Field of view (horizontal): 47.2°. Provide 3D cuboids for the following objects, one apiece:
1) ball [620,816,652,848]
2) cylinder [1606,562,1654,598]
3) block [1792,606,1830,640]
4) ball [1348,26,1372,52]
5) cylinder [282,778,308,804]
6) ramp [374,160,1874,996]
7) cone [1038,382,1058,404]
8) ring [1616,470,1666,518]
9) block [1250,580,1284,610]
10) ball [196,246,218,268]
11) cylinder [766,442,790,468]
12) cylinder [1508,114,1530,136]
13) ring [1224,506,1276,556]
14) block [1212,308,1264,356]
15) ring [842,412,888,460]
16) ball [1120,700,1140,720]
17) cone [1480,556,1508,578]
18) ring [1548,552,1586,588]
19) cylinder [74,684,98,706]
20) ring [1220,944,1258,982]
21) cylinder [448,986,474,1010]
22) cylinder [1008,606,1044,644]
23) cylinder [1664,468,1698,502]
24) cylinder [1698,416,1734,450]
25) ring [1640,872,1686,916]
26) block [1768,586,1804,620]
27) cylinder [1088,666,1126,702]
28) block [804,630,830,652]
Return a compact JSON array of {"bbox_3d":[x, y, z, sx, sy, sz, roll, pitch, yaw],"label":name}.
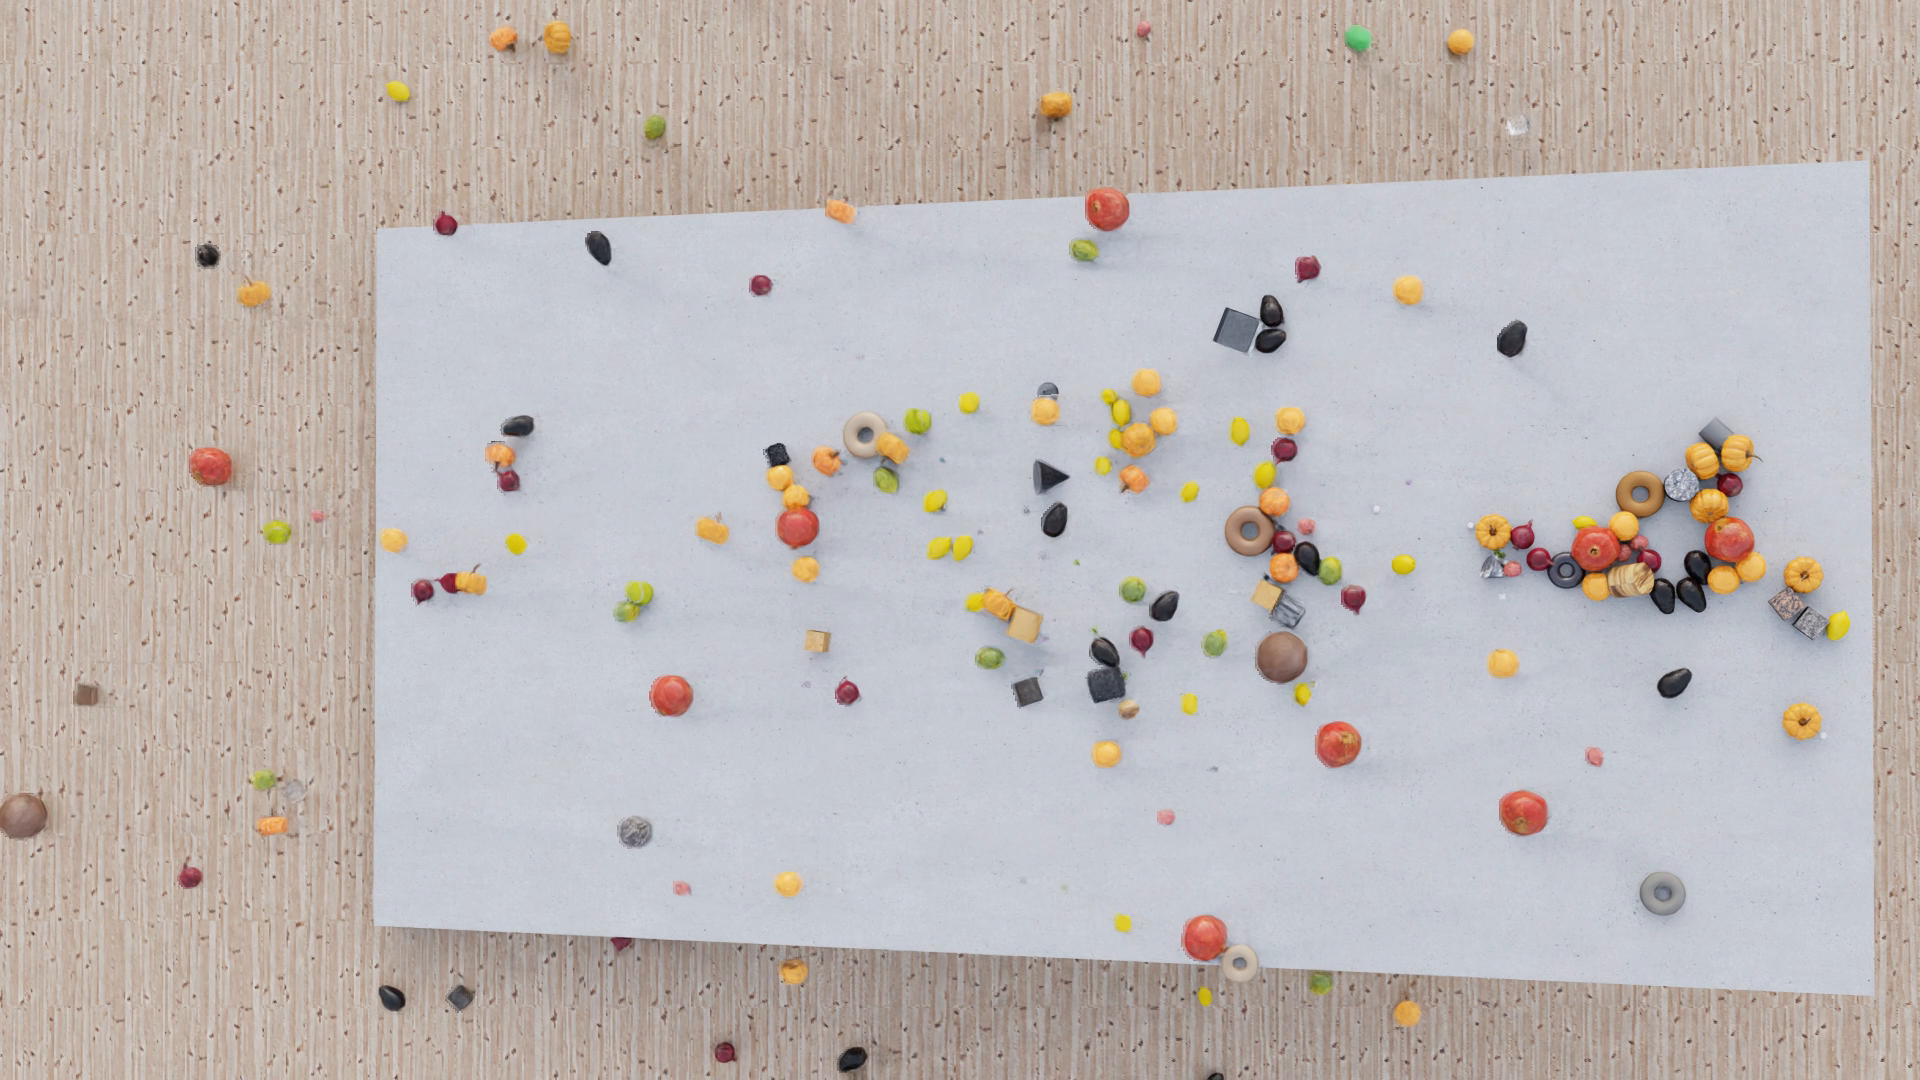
[{"bbox_3d":[-0.890,0.801,6.041,0.088,0.088,0.088,0,89,0],"label":"ball"},{"bbox_3d":[1.632,0.098,5.356,0.079,0.079,0.079,7,78,-36],"label":"cylinder"},{"bbox_3d":[2.039,0.200,5.271,0.058,0.058,0.058,38,99,13],"label":"block"},{"bbox_3d":[1.162,-1.457,6.396,0.070,0.070,0.070,0,89,0],"label":"ball"},{"bbox_3d":[-1.926,0.727,6.371,0.054,0.054,0.054,-40,79,-1],"label":"cylinder"},{"bbox_3d":[0.266,0.097,5.836,4.000,0.100,2.000,0,89,15],"label":"ramp"},{"bbox_3d":[0.224,-0.388,5.772,0.058,0.058,0.058,0,89,15],"label":"cone"},{"bbox_3d":[1.667,-0.112,5.387,0.117,0.039,0.117,0,91,16],"label":"ring"},{"bbox_3d":[0.785,0.141,5.611,0.060,0.060,0.060,26,96,14],"label":"block"},{"bbox_3d":[-2.186,-0.824,6.391,0.062,0.062,0.062,0,89,0],"label":"ball"},{"bbox_3d":[-0.494,-0.230,5.968,0.053,0.053,0.053,-24,83,0],"label":"cylinder"},{"bbox_3d":[1.627,-1.207,6.403,0.050,0.050,0.050,-19,89,0],"label":"cylinder"},{"bbox_3d":[0.743,-0.023,5.634,0.131,0.044,0.131,0,90,14],"label":"ring"},{"bbox_3d":[0.712,-0.532,5.624,0.093,0.093,0.093,22,95,14],"label":"block"},{"bbox_3d":[-0.254,-0.281,5.909,0.128,0.043,0.128,-1,88,14],"label":"ring"},{"bbox_3d":[0.439,0.439,5.705,0.052,0.052,0.052,0,89,0],"label":"ball"},{"bbox_3d":[1.341,0.079,5.477,0.064,0.064,0.064,23,89,-12],"label":"cone"},{"bbox_3d":[1.498,0.075,5.434,0.092,0.031,0.092,-1,88,15],"label":"ring"},{"bbox_3d":[-2.529,0.448,6.369,0.057,0.057,0.057,9,91,0],"label":"cylinder"},{"bbox_3d":[0.716,1.085,5.630,0.098,0.033,0.098,0,90,15],"label":"ring"},{"bbox_3d":[-1.444,1.325,6.358,0.052,0.052,0.052,-40,86,-1],"label":"cylinder"},{"bbox_3d":[0.172,0.222,5.767,0.077,0.077,0.077,18,94,0],"label":"cylinder"},{"bbox_3d":[1.751,-0.133,5.343,0.078,0.078,0.078,0,89,15],"label":"cylinder"},{"bbox_3d":[1.833,-0.258,5.333,0.059,0.059,0.059,41,89,19],"label":"cylinder"},{"bbox_3d":[1.713,0.862,5.361,0.107,0.036,0.107,-1,88,16],"label":"ring"},{"bbox_3d":[1.986,0.153,5.286,0.058,0.058,0.058,-39,80,11],"label":"block"},{"bbox_3d":[0.380,0.376,5.708,0.078,0.078,0.078,-15,89,15],"label":"cylinder"},{"bbox_3d":[-0.385,0.273,5.931,0.052,0.052,0.052,8,91,15],"label":"block"}]
